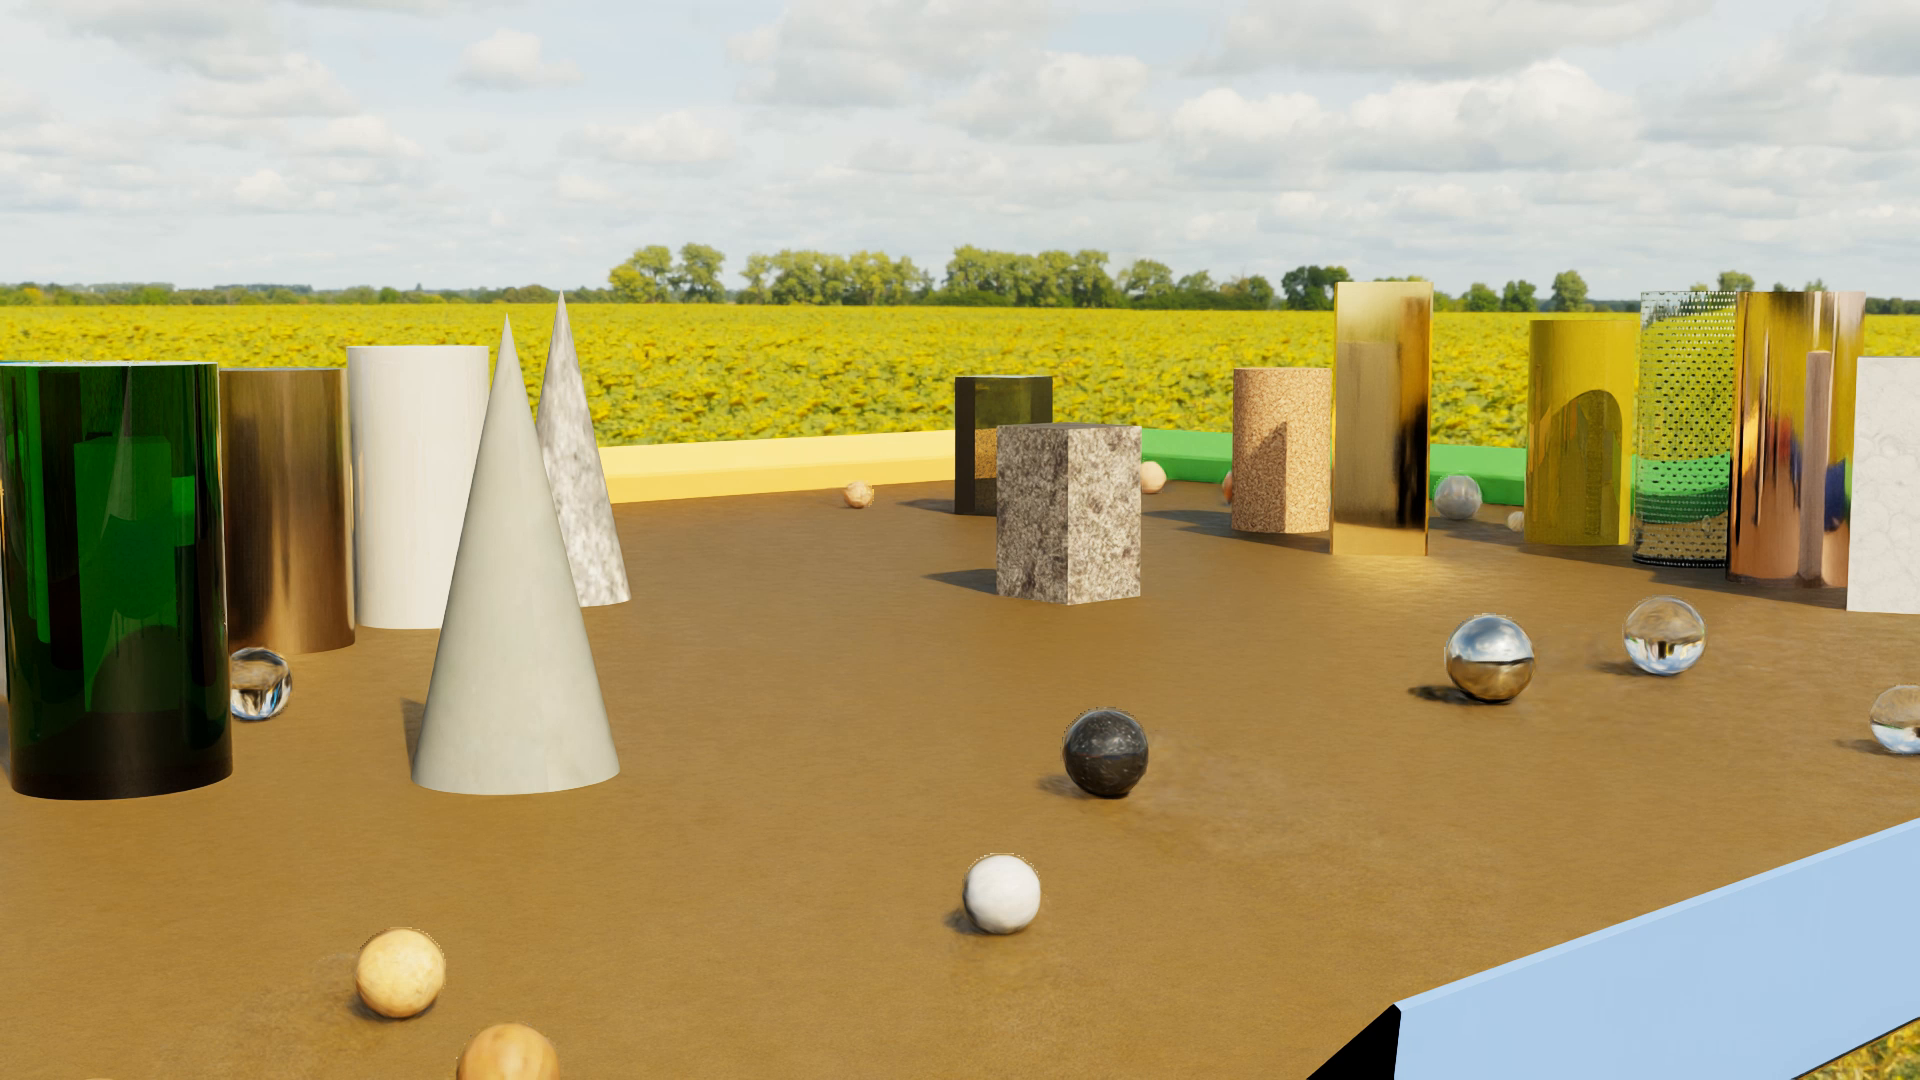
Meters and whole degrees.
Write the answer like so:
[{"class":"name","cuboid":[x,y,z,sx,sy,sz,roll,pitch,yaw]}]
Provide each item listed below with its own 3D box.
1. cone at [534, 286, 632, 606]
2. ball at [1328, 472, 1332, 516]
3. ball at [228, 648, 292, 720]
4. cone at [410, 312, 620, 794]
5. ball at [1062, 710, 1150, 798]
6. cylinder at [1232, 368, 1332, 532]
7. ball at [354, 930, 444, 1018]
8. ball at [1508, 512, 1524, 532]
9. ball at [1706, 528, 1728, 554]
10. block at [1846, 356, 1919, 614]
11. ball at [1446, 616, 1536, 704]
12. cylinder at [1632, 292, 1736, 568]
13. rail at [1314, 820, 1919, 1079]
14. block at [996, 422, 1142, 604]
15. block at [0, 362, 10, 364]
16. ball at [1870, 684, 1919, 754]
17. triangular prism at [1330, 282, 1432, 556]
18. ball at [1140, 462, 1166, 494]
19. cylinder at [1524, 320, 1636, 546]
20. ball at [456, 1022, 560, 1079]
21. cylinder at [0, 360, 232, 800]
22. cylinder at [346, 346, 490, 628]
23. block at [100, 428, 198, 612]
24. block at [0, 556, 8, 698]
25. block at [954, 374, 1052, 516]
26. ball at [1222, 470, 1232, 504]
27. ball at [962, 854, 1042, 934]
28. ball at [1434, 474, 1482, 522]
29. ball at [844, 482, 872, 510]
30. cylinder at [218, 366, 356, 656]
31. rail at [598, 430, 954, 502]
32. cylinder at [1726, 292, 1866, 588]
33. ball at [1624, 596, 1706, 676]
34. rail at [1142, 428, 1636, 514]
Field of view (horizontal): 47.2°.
[{"class":"cone","cuboid":[-0.610,-0.149,3.386,0.199,0.483,0.199,0,6,0]},{"class":"ball","cuboid":[0.801,-0.101,4.800,0.094,0.094,0.094,0,6,0]},{"class":"ball","cuboid":[-0.769,0.157,2.398,0.080,0.080,0.080,0,6,0]},{"class":"cone","cuboid":[-0.429,0.004,2.106,0.199,0.443,0.199,0,6,0]},{"class":"ball","cuboid":[0.134,0.196,2.021,0.080,0.080,0.080,0,6,0]},{"class":"cylinder","cuboid":[0.658,-0.187,4.507,0.199,0.327,0.199,0,6,0]},{"class":"ball","cuboid":[-0.354,0.274,1.390,0.055,0.055,0.055,0,6,0]},{"class":"ball","cuboid":[1.129,-0.037,4.451,0.040,0.040,0.040,0,6,0]},{"class":"ball","cuboid":[1.393,0.003,4.025,0.048,0.048,0.048,0,6,0]},{"class":"block","cuboid":[1.426,-0.086,3.301,0.159,0.376,0.159,2,6,23]},{"class":"ball","cuboid":[0.604,0.136,2.502,0.099,0.099,0.099,0,6,0]},{"class":"cylinder","cuboid":[1.300,-0.199,3.887,0.199,0.478,0.199,0,6,0]},{"class":"rail","cuboid":[1.241,0.173,1.994,4.230,0.129,0.045,-5,8,-42]},{"class":"block","cuboid":[0.170,-0.045,3.437,0.159,0.267,0.159,-5,8,-42]},{"class":"block","cuboid":[-1.327,-0.054,3.004,0.159,0.374,0.159,-2,6,-15]},{"class":"ball","cuboid":[0.953,0.181,2.213,0.070,0.070,0.070,0,6,0]},{"class":"triangular prism","cuboid":[0.776,-0.227,4.069,0.172,0.496,0.149,1,6,8]},{"class":"ball","cuboid":[0.459,-0.151,5.345,0.082,0.082,0.082,0,6,0]},{"class":"cylinder","cuboid":[1.199,-0.211,4.258,0.199,0.427,0.199,0,6,0]},{"class":"ball","cuboid":[-0.247,0.293,1.203,0.056,0.056,0.056,0,6,0]},{"class":"cylinder","cuboid":[-0.801,0.031,2.085,0.199,0.395,0.199,0,6,0]},{"class":"cylinder","cuboid":[-0.775,-0.081,3.167,0.199,0.394,0.199,0,6,0]},{"class":"block","cuboid":[-1.209,-0.032,3.325,0.159,0.263,0.159,-2,6,-21]},{"class":"block","cuboid":[-1.017,0.032,2.542,0.159,0.299,0.159,-4,7,-35]},{"class":"block","cuboid":[0.097,-0.209,4.837,0.159,0.302,0.159,3,7,29]},{"class":"ball","cuboid":[0.642,-0.120,4.989,0.093,0.093,0.093,0,6,0]},{"class":"ball","cuboid":[0.030,0.254,1.576,0.056,0.056,0.056,0,6,0]},{"class":"ball","cuboid":[1.058,-0.090,4.672,0.099,0.099,0.099,0,6,0]},{"class":"ball","cuboid":[-0.230,-0.101,4.953,0.063,0.063,0.063,0,6,0]},{"class":"cylinder","cuboid":[-0.913,-0.043,2.925,0.199,0.368,0.199,0,6,0]},{"class":"rail","cuboid":[-1.241,-0.106,4.670,4.230,0.129,0.045,-5,8,-42]},{"class":"cylinder","cuboid":[1.371,-0.169,3.612,0.199,0.475,0.199,0,6,0]},{"class":"ball","cuboid":[0.862,0.118,2.690,0.097,0.097,0.097,0,6,0]},{"class":"rail","cuboid":[1.537,-0.113,4.742,0.045,0.129,3.709,-5,8,-42]}]
